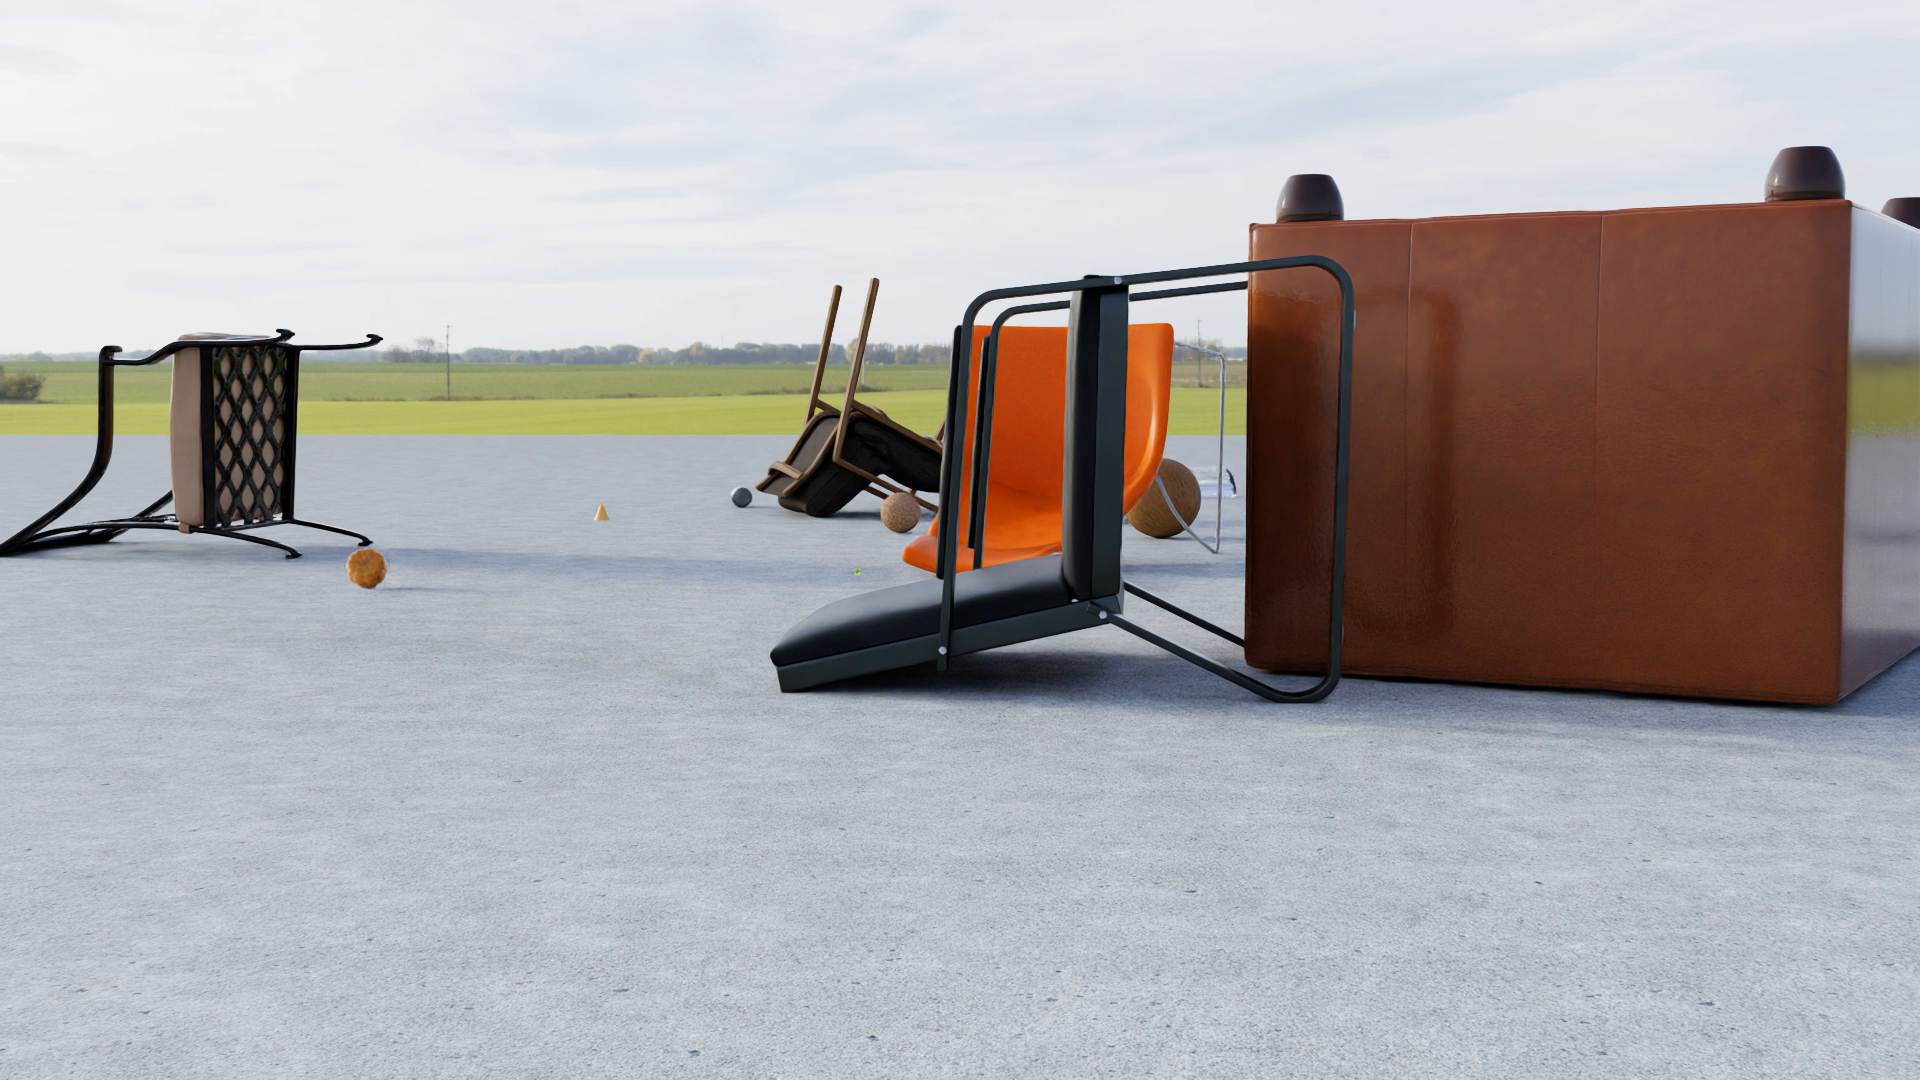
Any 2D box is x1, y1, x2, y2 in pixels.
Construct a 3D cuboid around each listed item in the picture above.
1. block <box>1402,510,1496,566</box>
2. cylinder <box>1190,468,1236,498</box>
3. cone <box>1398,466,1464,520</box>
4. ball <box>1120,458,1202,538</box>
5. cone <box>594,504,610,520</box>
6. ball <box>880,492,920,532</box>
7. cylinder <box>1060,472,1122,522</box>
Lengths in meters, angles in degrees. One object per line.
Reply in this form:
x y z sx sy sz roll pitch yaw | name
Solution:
1.273 -0.006 5.746 0.212 0.121 0.315 1 4 8 | block
1.039 -0.239 9.130 0.176 0.072 0.192 -1 38 -11 | cylinder
1.622 -0.163 7.533 0.194 0.189 0.264 -4 6 -45 | cone
0.606 -0.127 6.631 0.242 0.242 0.242 0 4 0 | ball
-1.231 -0.100 7.555 0.051 0.062 0.057 1 4 17 | cone
-0.186 -0.085 6.873 0.126 0.126 0.126 0 4 0 | ball
0.447 -0.149 7.496 0.164 0.171 0.162 -1 47 -17 | cylinder
